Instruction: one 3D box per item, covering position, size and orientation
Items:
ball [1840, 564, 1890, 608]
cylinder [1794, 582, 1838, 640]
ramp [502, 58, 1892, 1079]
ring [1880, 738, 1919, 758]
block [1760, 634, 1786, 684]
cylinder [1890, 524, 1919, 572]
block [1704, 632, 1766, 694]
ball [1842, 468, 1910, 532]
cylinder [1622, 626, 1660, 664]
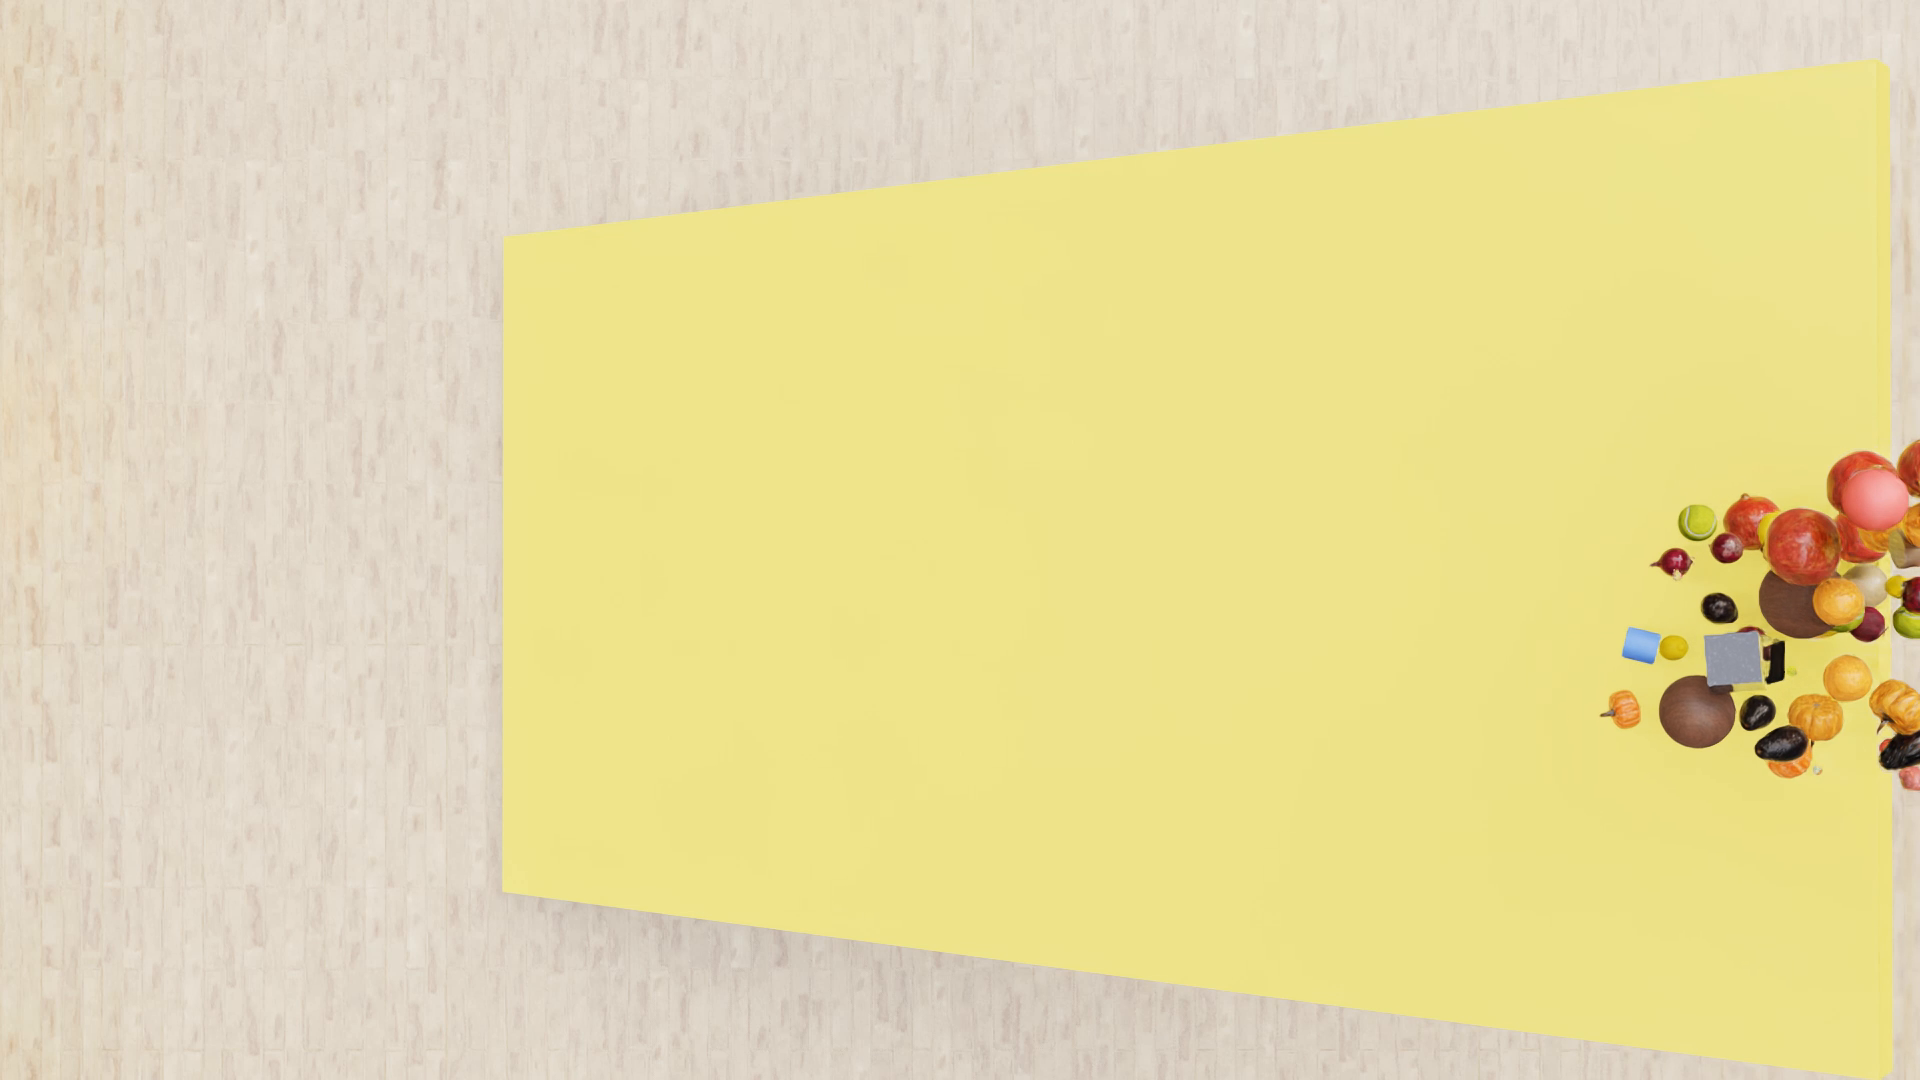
[{"bbox_3d":[1.751,0.089,4.256,0.088,0.088,0.088,0,90,0],"label":"ball"},{"bbox_3d":[1.595,0.132,4.100,0.078,0.078,0.078,-10,114,0],"label":"cylinder"},{"bbox_3d":[0.231,0.065,5.549,4.000,0.100,2.000,0,89,37],"label":"ramp"},{"bbox_3d":[1.606,0.352,3.722,0.093,0.093,0.031,0,81,0],"label":"ring"},{"bbox_3d":[1.482,0.224,4.104,0.075,0.075,0.075,-9,104,-26],"label":"block"},{"bbox_3d":[1.436,0.010,3.300,0.059,0.059,0.059,-22,90,21],"label":"cylinder"},{"bbox_3d":[1.312,0.208,3.722,0.086,0.086,0.086,-6,75,23],"label":"block"},{"bbox_3d":[1.313,-0.057,3.155,0.090,0.090,0.090,0,90,0],"label":"ball"},{"bbox_3d":[1.300,0.202,4.198,0.060,0.060,0.060,13,90,19],"label":"cylinder"}]
